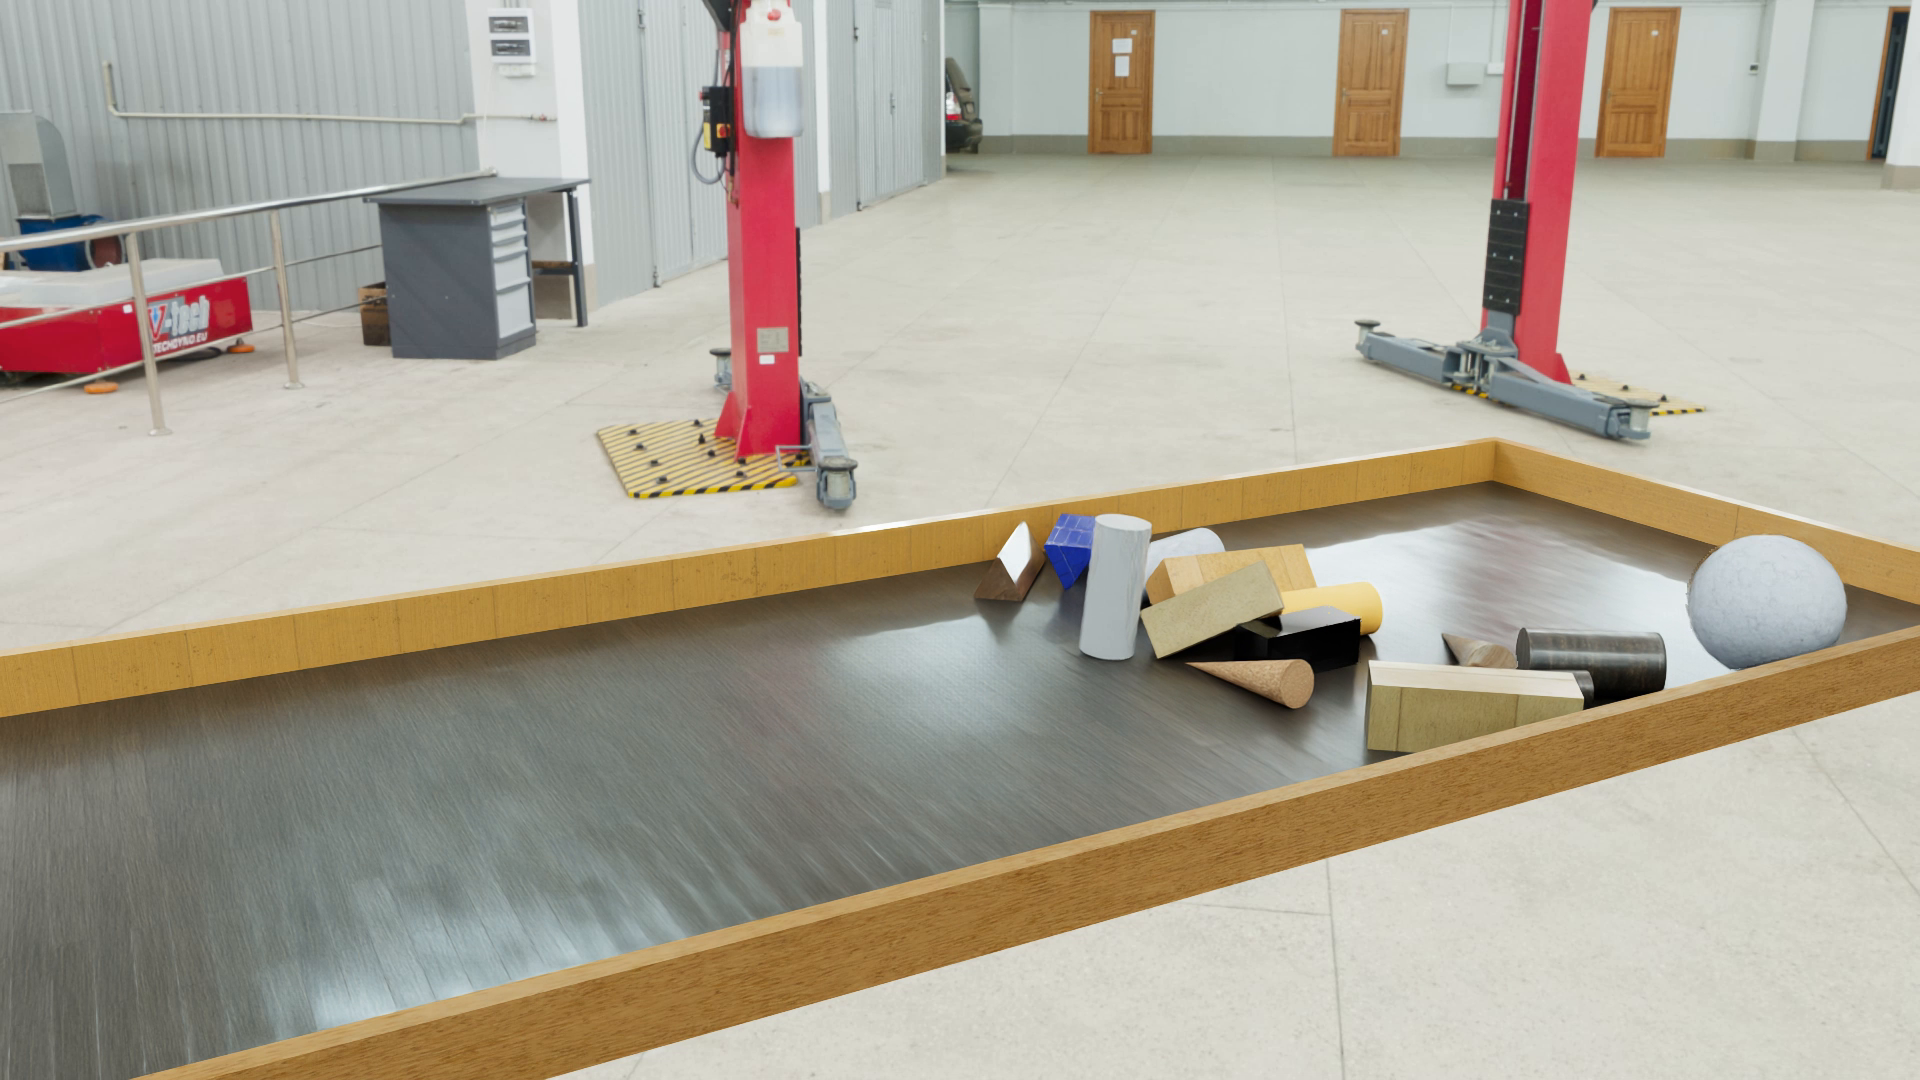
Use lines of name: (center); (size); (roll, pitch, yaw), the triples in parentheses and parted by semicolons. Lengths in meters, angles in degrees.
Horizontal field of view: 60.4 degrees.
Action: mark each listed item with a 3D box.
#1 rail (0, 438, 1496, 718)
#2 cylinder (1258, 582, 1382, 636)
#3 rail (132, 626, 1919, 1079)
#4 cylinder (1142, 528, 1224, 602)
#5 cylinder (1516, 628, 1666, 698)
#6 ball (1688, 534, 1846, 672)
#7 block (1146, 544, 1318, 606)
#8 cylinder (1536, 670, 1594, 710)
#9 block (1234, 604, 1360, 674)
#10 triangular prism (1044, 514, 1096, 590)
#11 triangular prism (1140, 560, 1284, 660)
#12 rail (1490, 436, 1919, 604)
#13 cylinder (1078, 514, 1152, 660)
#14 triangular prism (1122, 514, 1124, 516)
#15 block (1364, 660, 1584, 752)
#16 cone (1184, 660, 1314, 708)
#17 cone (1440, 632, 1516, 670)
rail: (-3.305, 0.497, 3.399); (12.000, 0.150, 0.050); (-9, 18, -27)
cylinder: (0.961, 0.199, 4.420); (0.309, 0.144, 0.144); (-6, 18, -20)
rail: (-2.336, 1.006, 1.665); (12.000, 0.150, 0.050); (-9, 18, -27)
cylinder: (0.577, 0.082, 4.796); (0.428, 0.158, 0.158); (-15, 22, -41)
cylinder: (1.544, 0.301, 4.048); (0.318, 0.160, 0.160); (2, 16, 6)
ball: (2.029, 0.165, 4.155); (0.360, 0.360, 0.360); (0, 16, 0)
block: (0.744, 0.133, 4.516); (0.421, 0.154, 0.154); (-5, -26, -18)
cylinder: (1.282, 0.362, 3.937); (0.421, 0.105, 0.105); (0, 16, 0)
block: (0.864, 0.267, 4.225); (0.307, 0.125, 0.125); (-9, 19, -29)
triangular prism: (0.335, 0.004, 4.990); (0.132, 0.152, 0.347); (34, 20, 1)
triangular prism: (0.653, 0.170, 4.299); (0.351, 0.119, 0.138); (-24, 14, 12)
rail: (2.466, -0.048, 5.253); (0.050, 0.150, 2.100); (-9, 18, -27)
cylinder: (0.403, 0.122, 4.294); (0.146, 0.351, 0.146); (6, 16, -2)
triangular prism: (0.489, 0.013, 5.130); (0.111, 0.096, 0.382); (3, 17, 10)
block: (1.161, 0.389, 3.753); (0.453, 0.156, 0.156); (3, 17, 10)
cone: (0.697, 0.333, 4.119); (0.119, 0.119, 0.383); (-12, 11, -36)
cone: (1.310, 0.284, 4.278); (0.123, 0.123, 0.441); (0, 8, 0)
